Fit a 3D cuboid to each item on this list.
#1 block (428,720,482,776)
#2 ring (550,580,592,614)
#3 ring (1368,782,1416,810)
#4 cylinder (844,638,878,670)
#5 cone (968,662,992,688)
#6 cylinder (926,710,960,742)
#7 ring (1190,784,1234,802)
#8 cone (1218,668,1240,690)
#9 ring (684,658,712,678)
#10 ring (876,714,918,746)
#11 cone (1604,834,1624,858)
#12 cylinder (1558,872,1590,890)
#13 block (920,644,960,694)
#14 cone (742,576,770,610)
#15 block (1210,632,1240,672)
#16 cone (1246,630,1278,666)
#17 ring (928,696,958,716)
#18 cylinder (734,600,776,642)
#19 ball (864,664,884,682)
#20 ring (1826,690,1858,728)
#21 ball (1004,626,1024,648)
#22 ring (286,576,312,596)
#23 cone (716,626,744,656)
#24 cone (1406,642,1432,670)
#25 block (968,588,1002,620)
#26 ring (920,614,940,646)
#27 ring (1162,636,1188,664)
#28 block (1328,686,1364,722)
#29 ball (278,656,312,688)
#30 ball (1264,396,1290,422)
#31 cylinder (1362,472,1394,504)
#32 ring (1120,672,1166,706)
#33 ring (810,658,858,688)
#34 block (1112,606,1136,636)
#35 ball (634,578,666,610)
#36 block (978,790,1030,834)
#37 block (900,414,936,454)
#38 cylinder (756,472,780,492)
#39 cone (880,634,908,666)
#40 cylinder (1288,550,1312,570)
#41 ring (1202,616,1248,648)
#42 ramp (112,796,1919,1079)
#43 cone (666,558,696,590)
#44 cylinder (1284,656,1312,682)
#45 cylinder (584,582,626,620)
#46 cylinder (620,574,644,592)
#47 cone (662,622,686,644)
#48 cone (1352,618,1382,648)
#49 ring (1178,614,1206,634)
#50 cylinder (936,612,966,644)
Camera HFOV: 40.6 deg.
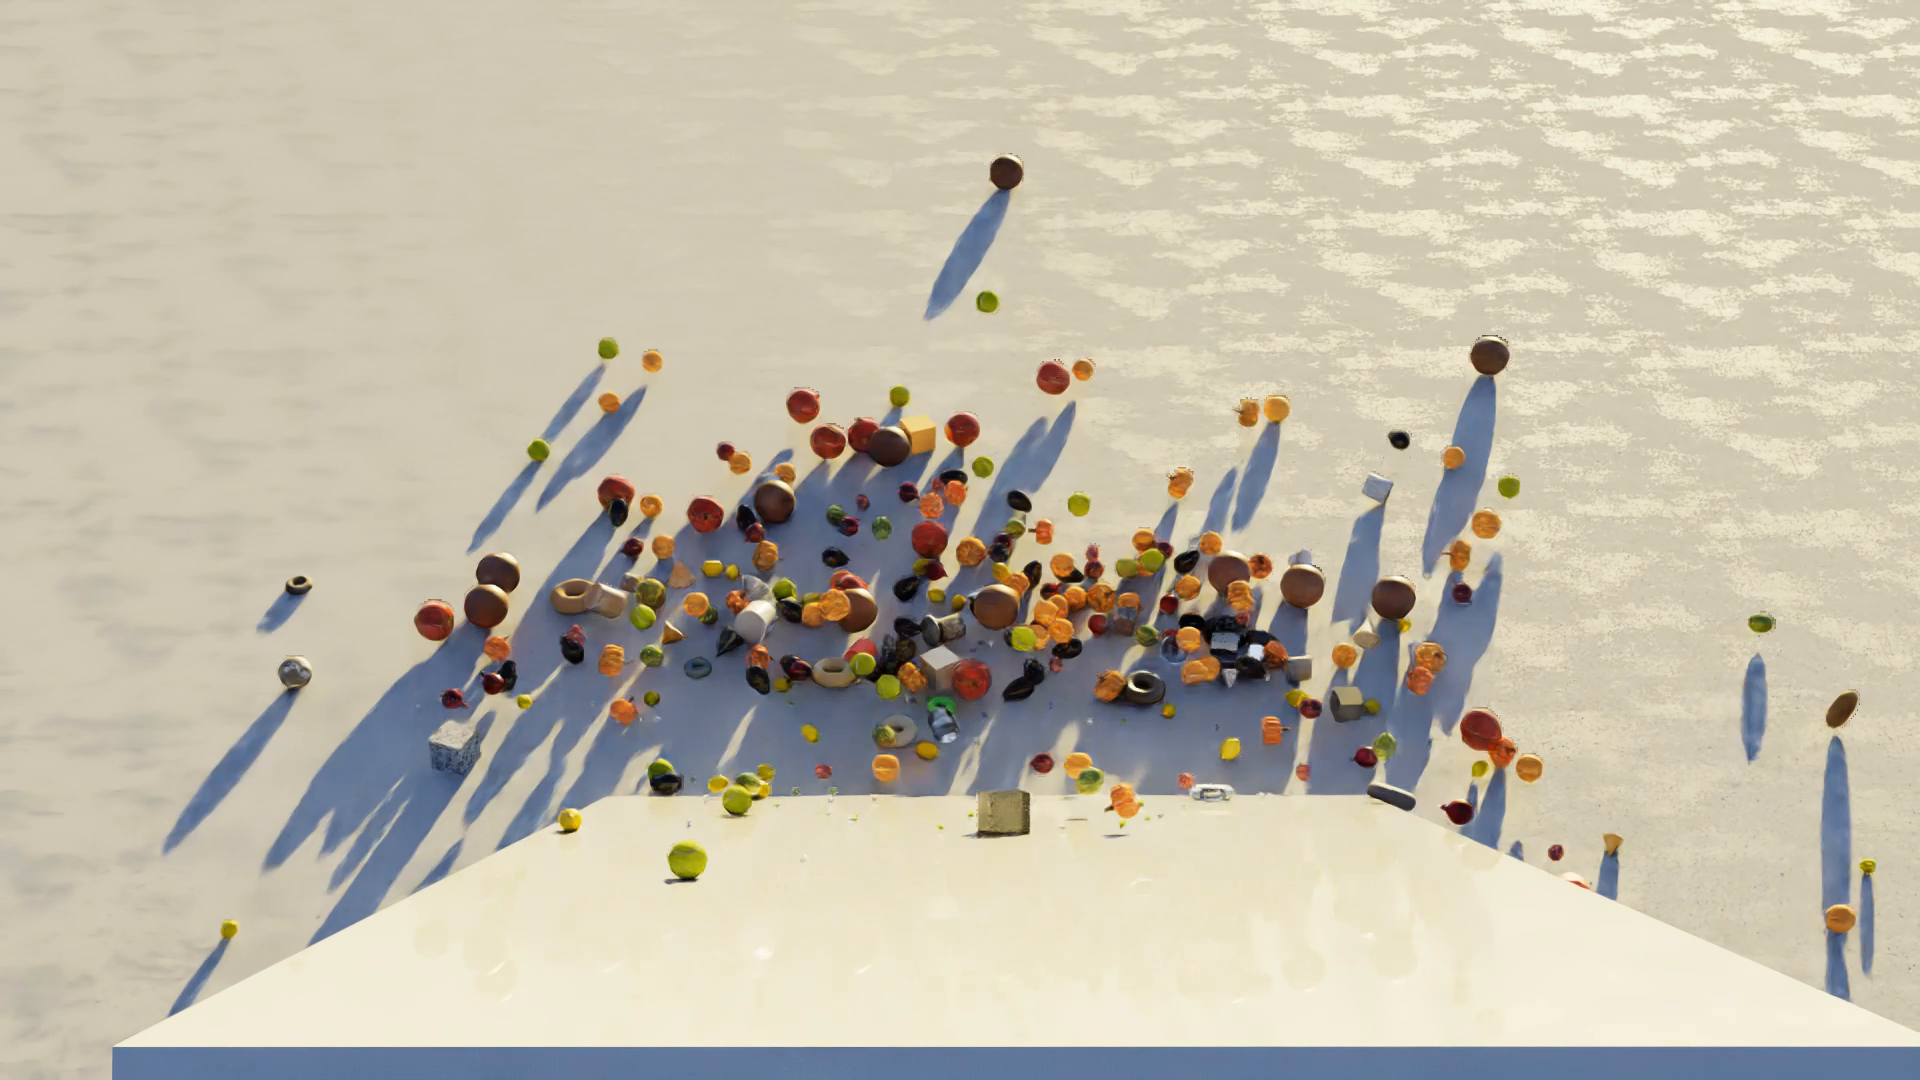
[{"bbox_3d":[-1.369,0.564,7.038,0.096,0.096,0.096,14,37,19],"label":"block"},{"bbox_3d":[-1.135,0.166,7.651,0.149,0.050,0.149,-1,31,0],"label":"ring"},{"bbox_3d":[1.127,0.667,6.776,0.133,0.044,0.133,20,0,0],"label":"ring"},{"bbox_3d":[-0.282,0.326,7.404,0.069,0.069,0.069,21,52,27],"label":"cylinder"},{"bbox_3d":[0.058,0.369,7.342,0.068,0.068,0.068,0,35,0],"label":"cone"},{"bbox_3d":[-0.046,0.509,7.111,0.070,0.070,0.070,-14,22,-19],"label":"cylinder"},{"bbox_3d":[0.645,0.648,6.653,0.113,0.038,0.113,-1,-1,0],"label":"ring"},{"bbox_3d":[0.761,0.400,7.335,0.057,0.057,0.057,1,61,1],"label":"cone"},{"bbox_3d":[-0.744,0.363,7.388,0.080,0.027,0.080,-1,35,1],"label":"ring"},{"bbox_3d":[-0.175,0.525,7.144,0.117,0.039,0.117,0,35,0],"label":"ring"},{"bbox_3d":[1.695,0.802,6.759,0.054,0.054,0.054,12,63,17],"label":"cone"},{"bbox_3d":[1.296,0.754,5.509,0.082,0.082,0.082,7,5,11],"label":"cylinder"},{"bbox_3d":[-0.056,0.364,7.337,0.083,0.083,0.083,-23,41,-29],"label":"block"},{"bbox_3d":[-0.623,0.169,7.653,0.095,0.095,0.095,17,65,23],"label":"cone"},{"bbox_3d":[0.753,0.320,7.405,0.078,0.078,0.078,4,35,5],"label":"block"},{"bbox_3d":[0.852,0.321,7.433,0.095,0.095,0.095,12,63,17],"label":"cone"},{"bbox_3d":[-0.049,0.465,7.240,0.083,0.028,0.083,-1,35,1],"label":"ring"},{"bbox_3d":[-0.589,0.234,7.492,0.097,0.097,0.097,9,20,12],"label":"cylinder"},{"bbox_3d":[-0.243,0.375,7.348,0.052,0.052,0.052,0,35,0],"label":"ball"},{"bbox_3d":[2.429,0.465,7.153,0.117,0.117,0.039,-29,51,-35],"label":"ring"},{"bbox_3d":[0.156,0.279,7.480,0.060,0.060,0.060,0,35,0],"label":"ball"},{"bbox_3d":[-1.964,0.134,7.718,0.081,0.027,0.081,1,36,0],"label":"ring"},{"bbox_3d":[-0.675,0.304,7.458,0.081,0.081,0.081,23,64,30],"label":"cone"},{"bbox_3d":[1.300,0.343,7.409,0.077,0.077,0.077,15,64,20],"label":"cone"},{"bbox_3d":[0.074,0.185,7.600,0.064,0.064,0.064,-29,31,-35],"label":"block"},{"bbox_3d":[-0.086,0.262,7.472,0.031,0.094,0.094,-10,36,-22],"label":"ring"},{"bbox_3d":[0.613,0.314,7.425,0.087,0.029,0.087,13,65,-29],"label":"ring"},{"bbox_3d":[1.065,0.452,7.159,0.068,0.068,0.068,-2,42,-12],"label":"block"},{"bbox_3d":[-1.873,0.374,7.315,0.092,0.092,0.092,0,35,0],"label":"ball"},{"bbox_3d":[1.034,-0.428,8.475,0.086,0.086,0.086,0,35,0],"label":"ball"},{"bbox_3d":[1.300,-0.161,8.088,0.074,0.074,0.074,26,42,18],"label":"cylinder"},{"bbox_3d":[0.515,0.417,7.297,0.129,0.043,0.129,0,36,0],"label":"ring"},{"bbox_3d":[-0.358,0.377,7.347,0.134,0.045,0.134,2,26,-1],"label":"ring"},{"bbox_3d":[0.479,0.236,7.543,0.058,0.058,0.058,9,36,12],"label":"block"},{"bbox_3d":[-0.907,0.161,7.620,0.094,0.094,0.094,0,35,0],"label":"ball"},{"bbox_3d":[0.095,0.591,5.651,0.090,0.090,0.090,0,-2,-16],"label":"block"},{"bbox_3d":[-0.134,-0.340,8.347,0.087,0.087,0.087,-14,37,-19],"label":"block"},{"bbox_3d":[-0.601,-0.181,8.128,0.055,0.055,0.055,-30,12,-36],"label":"cylinder"},{"bbox_3d":[-0.206,0.332,7.421,0.087,0.087,0.087,28,70,34],"label":"cone"},{"bbox_3d":[1.018,0.060,7.770,0.053,0.053,0.053,8,71,-25],"label":"cylinder"},{"bbox_3d":[0.769,0.267,7.509,0.139,0.046,0.139,1,34,-1],"label":"ring"},{"bbox_3d":[0.077,0.662,4.825,2.000,0.100,4.000,0,-2,0],"label":"ramp"},{"bbox_3d":[-0.832,0.086,7.734,0.087,0.087,0.087,0,35,0],"label":"cone"},{"bbox_3d":[0.956,0.363,7.338,0.069,0.069,0.069,-6,35,-1],"label":"cylinder"},{"bbox_3d":[-1.035,0.177,7.571,0.085,0.085,0.085,25,18,-38],"label":"cylinder"},{"bbox_3d":[-0.965,0.129,7.667,0.053,0.053,0.053,3,30,38],"label":"cylinder"},{"bbox_3d":[-0.818,0.276,7.485,0.069,0.069,0.069,12,35,-2],"label":"cone"},{"bbox_3d":[1.170,0.253,7.450,0.082,0.082,0.082,6,53,9],"label":"cone"},{"bbox_3d":[0.675,0.243,7.561,0.080,0.027,0.080,2,34,-2],"label":"ring"},{"bbox_3d":[-0.030,0.255,7.504,0.070,0.070,0.070,-24,41,-21],"label":"cylinder"}]
